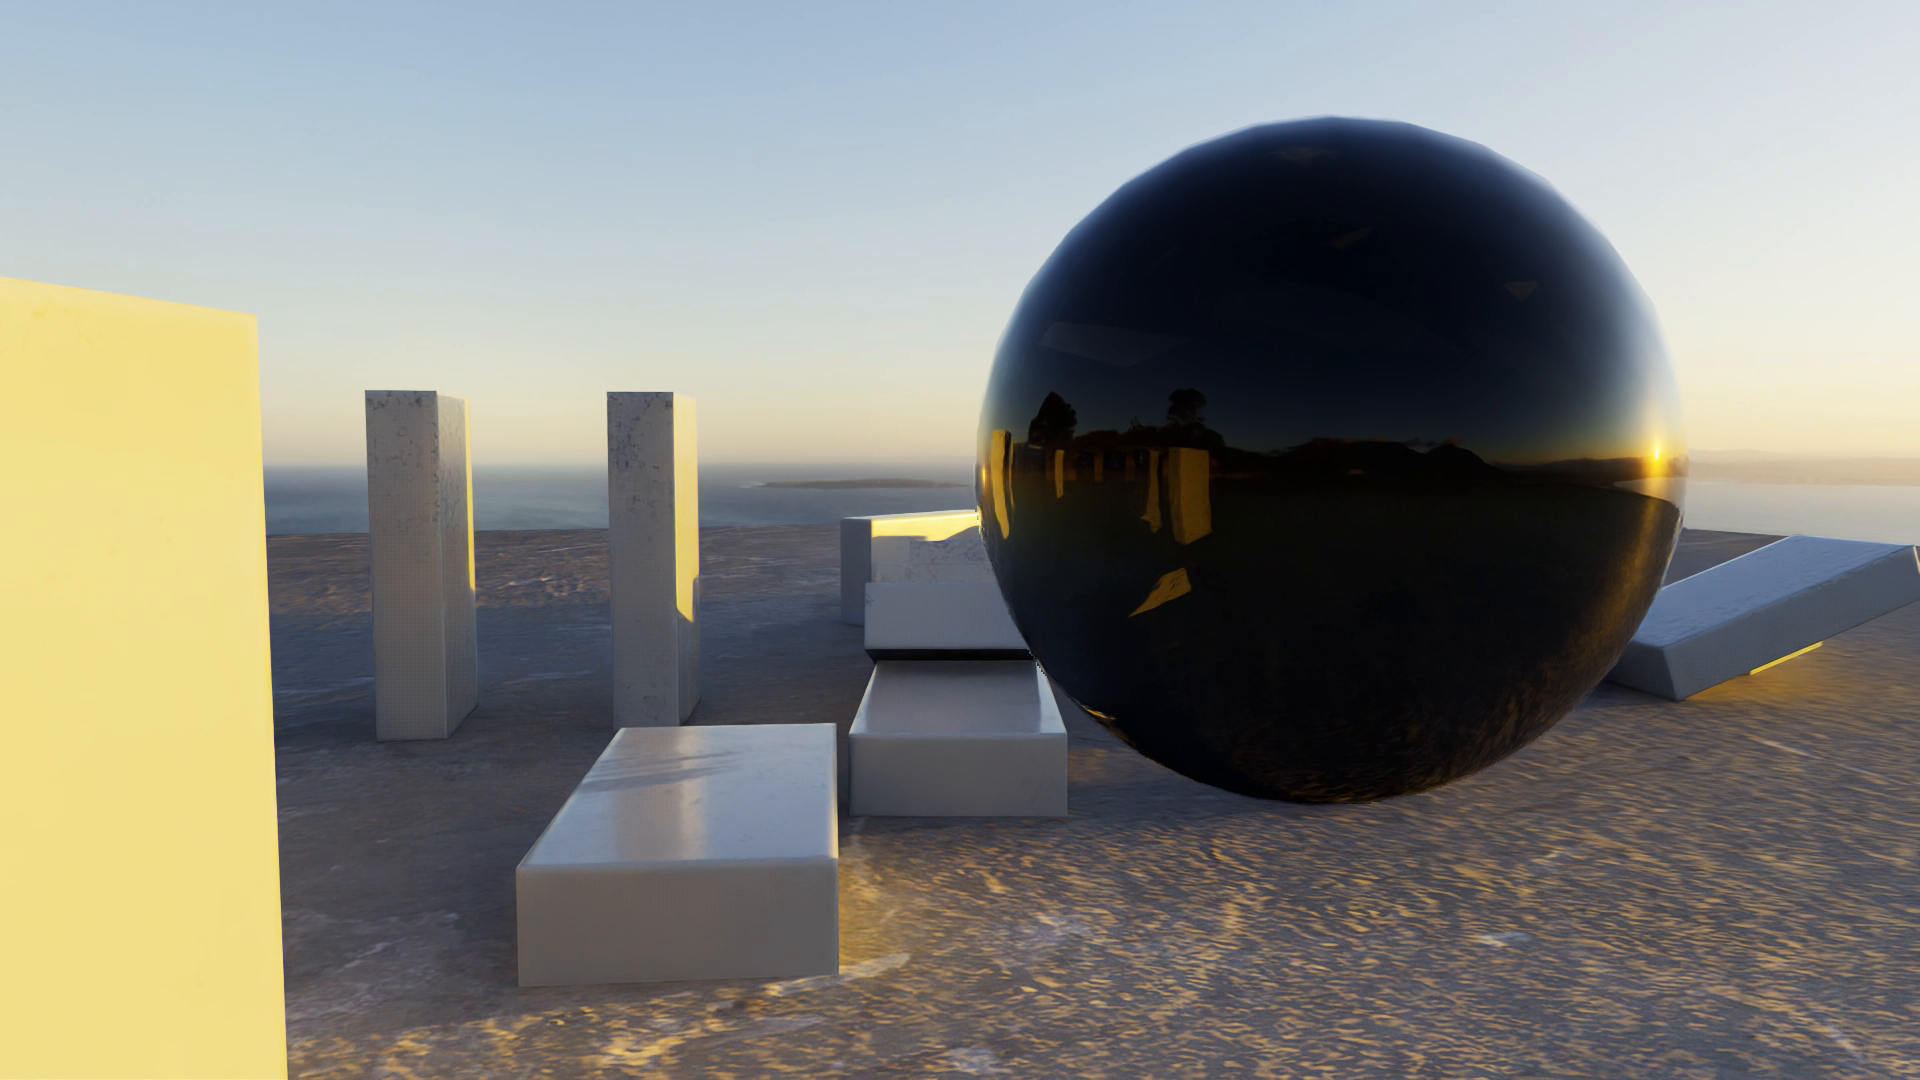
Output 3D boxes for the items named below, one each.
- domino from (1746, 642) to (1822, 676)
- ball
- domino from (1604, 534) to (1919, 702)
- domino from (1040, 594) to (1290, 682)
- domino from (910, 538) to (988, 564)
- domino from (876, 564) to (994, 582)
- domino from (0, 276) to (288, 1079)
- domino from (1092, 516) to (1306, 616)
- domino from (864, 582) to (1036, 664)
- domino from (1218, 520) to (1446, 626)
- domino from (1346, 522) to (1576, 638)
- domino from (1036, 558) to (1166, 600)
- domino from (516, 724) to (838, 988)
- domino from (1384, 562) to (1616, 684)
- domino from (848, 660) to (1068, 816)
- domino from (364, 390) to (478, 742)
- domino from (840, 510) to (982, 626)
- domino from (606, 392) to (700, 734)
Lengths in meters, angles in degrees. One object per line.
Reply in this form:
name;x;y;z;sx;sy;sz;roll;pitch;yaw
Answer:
domino;0.155;0.018;0.262;0.050;0.009;0.025;-4;6;-43
ball;0.042;-0.009;0.154;0.080;0.080;0.080;0;4;0
domino;0.138;0.013;0.227;0.050;0.009;0.025;-20;8;-8
domino;0.038;0.019;0.257;0.025;0.009;0.050;-3;5;-36
domino;0.003;0.010;0.278;0.025;0.009;0.050;-2;-12;1
domino;-0.002;0.013;0.244;0.025;0.010;0.050;0;-11;0
domino;-0.047;0.013;0.065;0.010;0.050;0.025;1;4;7
domino;0.063;0.006;0.338;0.050;0.009;0.025;21;15;32
domino;-0.001;0.016;0.207;0.025;0.009;0.050;0;-11;0
domino;0.093;0.007;0.319;0.025;0.009;0.050;-1;19;-43
domino;0.117;0.008;0.295;0.025;0.010;0.050;4;16;-32
domino;0.029;0.011;0.353;0.050;0.010;0.025;3;5;33
domino;-0.025;0.028;0.126;0.025;0.010;0.050;0;4;-6
domino;0.102;0.015;0.241;0.025;0.010;0.050;-29;-15;37
domino;0.000;0.025;0.171;0.025;0.009;0.050;0;4;0
domino;-0.081;0.003;0.194;0.010;0.050;0.025;-1;4;-11
domino;-0.010;0.006;0.322;0.009;0.025;0.050;3;5;37
domino;-0.047;0.003;0.199;0.010;0.050;0.025;0;4;-4
